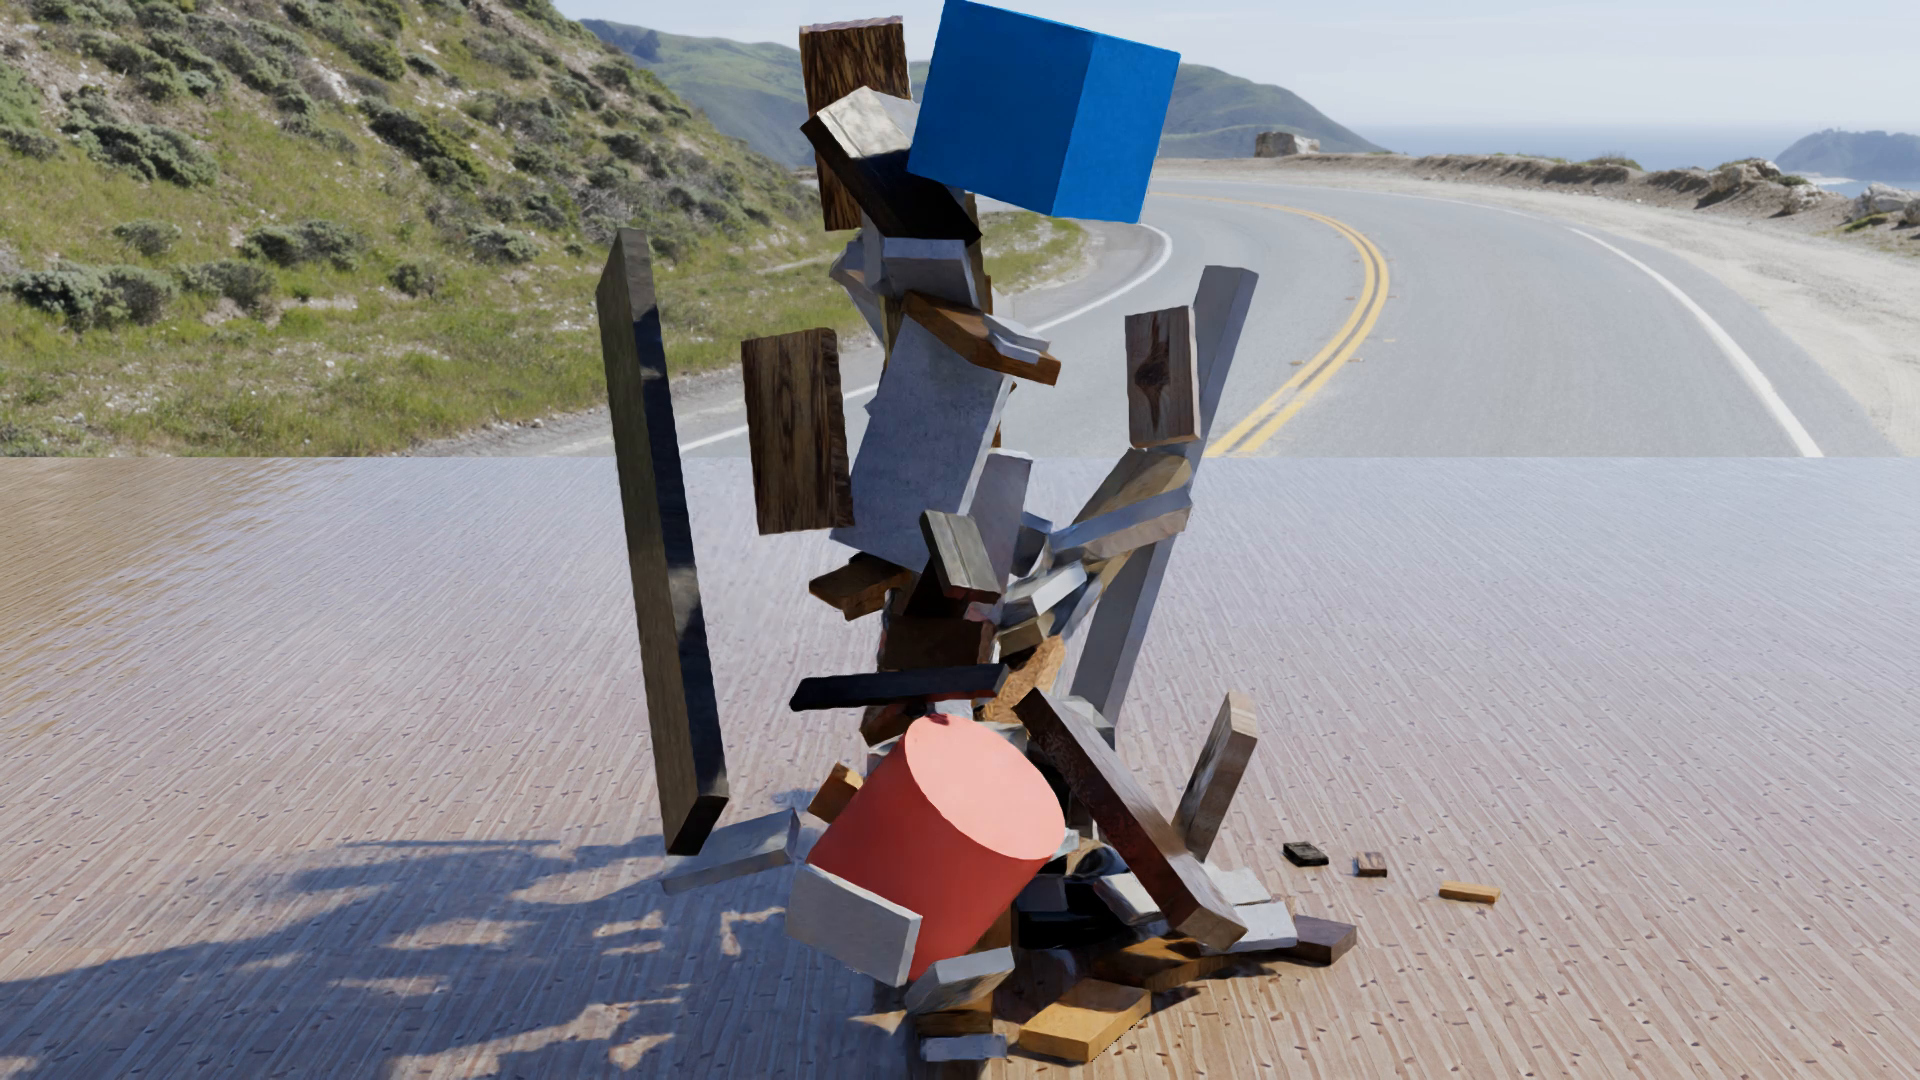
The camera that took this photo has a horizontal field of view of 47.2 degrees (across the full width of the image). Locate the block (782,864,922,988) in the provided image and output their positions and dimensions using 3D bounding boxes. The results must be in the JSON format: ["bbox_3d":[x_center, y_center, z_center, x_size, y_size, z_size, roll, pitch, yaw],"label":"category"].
[{"bbox_3d":[-0.140,0.495,2.834,0.186,0.093,0.026,19,12,31],"label":"block"}]

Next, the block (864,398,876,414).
[{"bbox_3d":[-0.113,-0.215,4.020,0.020,0.072,0.144,40,14,-54],"label":"block"}]

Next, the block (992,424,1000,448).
[{"bbox_3d":[0.000,-0.149,3.437,0.118,0.236,0.033,1,8,-5],"label":"block"}]

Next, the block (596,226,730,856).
[{"bbox_3d":[-0.439,-0.033,3.172,0.042,0.148,1.036,5,50,-24],"label":"block"}]

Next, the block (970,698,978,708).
[{"bbox_3d":[-0.031,0.201,3.353,0.071,0.141,0.020,-25,6,-30],"label":"block"}]

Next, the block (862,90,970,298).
[{"bbox_3d":[-0.074,-0.539,3.494,0.168,0.336,0.048,9,-24,-32],"label":"block"}]

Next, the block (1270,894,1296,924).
[{"bbox_3d":[0.486,0.590,3.449,0.075,0.021,0.149,2,11,10],"label":"block"}]

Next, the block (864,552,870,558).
[{"bbox_3d":[-0.118,0.034,3.675,0.083,0.023,0.167,-21,-19,-11],"label":"block"}]

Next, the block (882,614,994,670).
[{"bbox_3d":[-0.032,0.150,3.113,0.022,0.079,0.196,13,-7,-42],"label":"block"}]

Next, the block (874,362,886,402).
[{"bbox_3d":[-0.060,-0.212,3.779,0.175,0.398,0.050,10,-22,6],"label":"block"}]

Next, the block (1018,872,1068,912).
[{"bbox_3d":[0.059,0.540,3.377,0.216,0.056,0.016,-4,15,26],"label":"block"}]

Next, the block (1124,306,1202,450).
[{"bbox_3d":[0.375,-0.301,4.072,0.126,0.251,0.036,-8,-17,24],"label":"block"}]

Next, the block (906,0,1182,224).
[{"bbox_3d":[0.129,-0.655,3.368,0.268,0.268,0.268,22,16,29],"label":"block"}]

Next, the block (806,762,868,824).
[{"bbox_3d":[-0.122,0.405,3.213,0.186,0.093,0.026,30,39,-4],"label":"block"}]

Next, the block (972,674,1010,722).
[{"bbox_3d":[0.021,0.260,3.571,0.084,0.024,0.168,-15,17,20],"label":"block"}]

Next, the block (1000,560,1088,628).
[{"bbox_3d":[0.118,0.103,3.913,0.137,0.039,0.274,-19,5,24],"label":"block"}]

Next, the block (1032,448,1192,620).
[{"bbox_3d":[0.245,0.031,4.204,0.137,0.039,0.563,12,50,37],"label":"block"}]

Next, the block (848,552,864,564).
[{"bbox_3d":[-0.124,0.038,3.743,0.064,0.018,0.174,-31,-19,16],"label":"block"}]

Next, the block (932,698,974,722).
[{"bbox_3d":[-0.009,0.264,3.224,0.054,0.015,0.108,-1,55,-11],"label":"block"}]

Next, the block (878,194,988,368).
[{"bbox_3d":[-0.042,-0.374,3.563,0.168,0.367,0.048,-5,-9,-11],"label":"block"}]

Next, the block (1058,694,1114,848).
[{"bbox_3d":[0.133,0.423,3.944,0.229,0.229,0.229,-2,11,-12],"label":"block"}]

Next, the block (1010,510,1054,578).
[{"bbox_3d":[0.031,-0.026,4.060,0.251,0.126,0.036,22,43,-5],"label":"block"}]

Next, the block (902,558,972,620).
[{"bbox_3d":[-0.022,0.073,3.146,0.079,0.158,0.022,24,50,-2],"label":"block"}]

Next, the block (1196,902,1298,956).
[{"bbox_3d":[0.431,0.591,3.347,0.149,0.021,0.075,-4,35,-10],"label":"block"}]

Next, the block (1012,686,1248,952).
[{"bbox_3d":[0.255,0.420,3.328,0.454,0.051,0.180,52,11,35],"label":"block"}]

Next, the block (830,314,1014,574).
[{"bbox_3d":[-0.052,-0.141,3.311,0.180,0.359,0.051,20,5,17],"label":"block"}]

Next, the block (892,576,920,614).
[{"bbox_3d":[-0.076,0.109,3.373,0.056,0.113,0.016,8,24,-4],"label":"block"}]

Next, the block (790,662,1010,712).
[{"bbox_3d":[-0.085,0.199,2.966,0.338,0.014,0.049,-7,39,34],"label":"block"}]

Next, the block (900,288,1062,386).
[{"bbox_3d":[0.022,-0.292,3.122,0.118,0.033,0.466,14,11,-17],"label":"block"}]

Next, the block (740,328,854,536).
[{"bbox_3d":[-0.247,-0.162,3.327,0.148,0.297,0.042,-6,-1,31],"label":"block"}]

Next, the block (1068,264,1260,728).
[{"bbox_3d":[0.388,-0.048,4.407,0.039,1.033,0.139,17,1,-28],"label":"block"}]

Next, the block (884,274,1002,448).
[{"bbox_3d":[-0.030,-0.258,3.612,0.175,0.351,0.050,-2,-7,-15],"label":"block"}]

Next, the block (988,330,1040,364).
[{"bbox_3d":[0.069,-0.253,2.873,0.050,0.014,0.099,15,15,-15],"label":"block"}]

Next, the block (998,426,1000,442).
[{"bbox_3d":[0.000,-0.085,3.478,0.104,0.209,0.030,6,7,-6],"label":"block"}]

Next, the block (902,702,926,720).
[{"bbox_3d":[-0.026,0.209,3.293,0.071,0.141,0.020,25,-21,-2],"label":"block"}]

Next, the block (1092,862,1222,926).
[{"bbox_3d":[0.333,0.558,3.480,0.303,0.024,0.084,3,34,-48],"label":"block"}]

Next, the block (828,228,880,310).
[{"bbox_3d":[-0.086,-0.464,4.022,0.277,0.139,0.039,32,34,-16],"label":"block"}]

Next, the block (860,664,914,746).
[{"bbox_3d":[-0.075,0.197,3.596,0.117,0.033,0.451,-23,19,15],"label":"block"}]

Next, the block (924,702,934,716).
[{"bbox_3d":[-0.024,0.254,3.257,0.054,0.108,0.015,0,-20,-10],"label":"block"}]
